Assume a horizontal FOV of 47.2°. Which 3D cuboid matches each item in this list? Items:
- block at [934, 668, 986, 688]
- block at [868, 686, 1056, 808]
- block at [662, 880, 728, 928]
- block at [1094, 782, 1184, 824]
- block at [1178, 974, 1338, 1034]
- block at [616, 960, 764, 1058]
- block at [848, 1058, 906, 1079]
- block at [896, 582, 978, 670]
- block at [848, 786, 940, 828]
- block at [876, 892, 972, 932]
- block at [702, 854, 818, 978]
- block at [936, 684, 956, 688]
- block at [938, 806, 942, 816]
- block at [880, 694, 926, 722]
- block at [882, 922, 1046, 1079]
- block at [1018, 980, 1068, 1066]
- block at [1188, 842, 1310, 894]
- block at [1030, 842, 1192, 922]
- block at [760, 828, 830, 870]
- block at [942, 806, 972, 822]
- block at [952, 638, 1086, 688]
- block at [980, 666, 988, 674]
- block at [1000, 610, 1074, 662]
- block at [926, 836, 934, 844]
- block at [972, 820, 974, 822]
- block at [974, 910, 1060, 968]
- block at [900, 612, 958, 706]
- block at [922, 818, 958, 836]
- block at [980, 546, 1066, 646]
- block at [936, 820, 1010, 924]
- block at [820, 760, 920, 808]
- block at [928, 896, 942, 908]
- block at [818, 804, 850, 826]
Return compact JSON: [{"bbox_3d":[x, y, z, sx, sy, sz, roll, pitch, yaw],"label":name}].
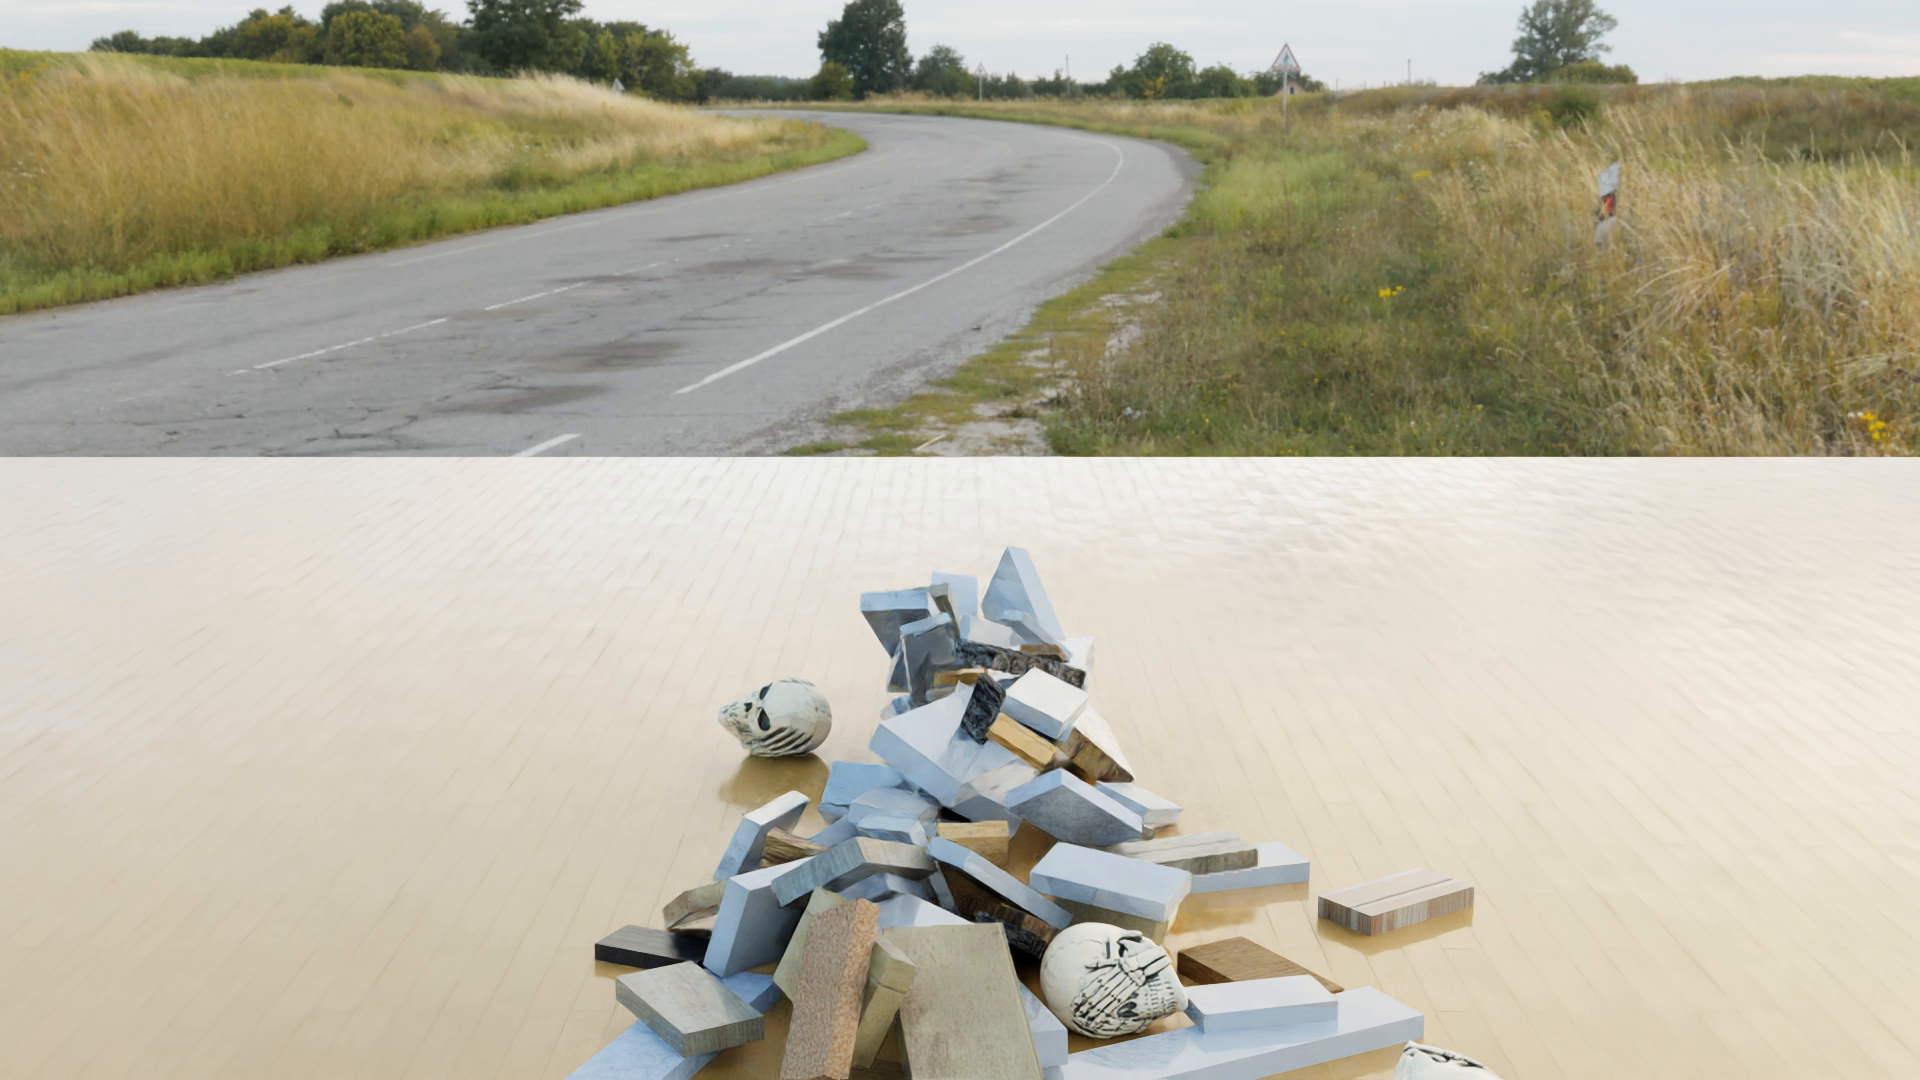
[{"bbox_3d":[0.001,0.358,4.372,0.099,0.199,0.028,-4,13,-20],"label":"block"},{"bbox_3d":[0.009,0.348,3.762,0.177,0.050,0.354,35,22,20],"label":"block"},{"bbox_3d":[-0.389,0.562,3.423,0.114,0.032,0.228,-13,-12,-19],"label":"block"},{"bbox_3d":[0.320,0.474,3.963,0.106,0.030,0.212,26,4,23],"label":"block"},{"bbox_3d":[0.418,0.650,3.083,0.199,0.028,0.099,-3,11,-14],"label":"block"},{"bbox_3d":[-0.379,0.651,3.064,0.119,0.034,0.238,-6,12,-31],"label":"block"},{"bbox_3d":[-0.113,0.740,2.735,0.164,0.046,0.328,4,11,21],"label":"block"},{"bbox_3d":[-0.055,0.212,4.637,0.134,0.267,0.038,-9,38,13],"label":"block"},{"bbox_3d":[-0.105,0.434,3.549,0.108,0.031,0.217,10,2,9],"label":"block"},{"bbox_3d":[-0.062,0.563,3.112,0.125,0.035,0.249,-14,13,-30],"label":"block"},{"bbox_3d":[-0.261,0.558,3.312,0.041,0.144,0.287,26,16,30],"label":"block"},{"bbox_3d":[0.001,0.380,4.255,0.099,0.199,0.028,1,-4,6],"label":"block"},{"bbox_3d":[0.002,0.430,4.133,0.095,0.027,0.191,1,52,6],"label":"block"},{"bbox_3d":[-0.096,0.343,4.560,0.115,0.033,0.230,-18,-8,-11],"label":"block"},{"bbox_3d":[0.001,0.621,2.842,0.164,0.046,0.328,-1,30,-10],"label":"block"},{"bbox_3d":[0.030,0.662,3.021,0.164,0.046,0.328,-2,2,-11],"label":"block"},{"bbox_3d":[0.463,0.558,3.749,0.235,0.033,0.117,-3,11,-17],"label":"block"},{"bbox_3d":[0.228,0.518,3.339,0.220,0.031,0.110,10,22,24],"label":"block"},{"bbox_3d":[-0.215,0.541,3.474,0.210,0.105,0.030,19,24,18],"label":"block"},{"bbox_3d":[-0.005,0.488,3.918,0.054,0.109,0.015,0,11,1],"label":"block"},{"bbox_3d":[0.110,0.227,4.046,0.230,0.033,0.115,15,2,-40],"label":"block"},{"bbox_3d":[-0.002,0.291,4.880,0.115,0.033,0.230,1,23,11],"label":"block"},{"bbox_3d":[0.150,0.189,4.305,0.143,0.020,0.072,41,-20,-26],"label":"block"},{"bbox_3d":[-0.040,0.529,3.564,0.108,0.031,0.217,0,-26,22],"label":"block"},{"bbox_3d":[-0.002,0.474,3.990,0.054,0.109,0.015,1,11,1],"label":"block"},{"bbox_3d":[0.085,0.596,3.272,0.092,0.026,0.184,20,-13,20],"label":"block"},{"bbox_3d":[-0.058,0.238,4.358,0.099,0.199,0.028,-16,42,-10],"label":"block"},{"bbox_3d":[-0.024,0.484,3.668,0.093,0.026,0.186,8,-5,33],"label":"block"},{"bbox_3d":[0.142,0.194,4.899,0.050,0.178,0.355,8,35,-23],"label":"block"},{"bbox_3d":[0.014,0.527,3.460,0.108,0.217,0.031,-1,42,-6],"label":"block"},{"bbox_3d":[-0.155,0.467,4.111,0.191,0.027,0.095,3,49,15],"label":"block"},{"bbox_3d":[-0.113,0.606,3.289,0.125,0.035,0.249,-28,-1,16],"label":"block"},{"bbox_3d":[-0.199,0.506,3.982,0.109,0.054,0.015,6,54,29],"label":"block"}]
